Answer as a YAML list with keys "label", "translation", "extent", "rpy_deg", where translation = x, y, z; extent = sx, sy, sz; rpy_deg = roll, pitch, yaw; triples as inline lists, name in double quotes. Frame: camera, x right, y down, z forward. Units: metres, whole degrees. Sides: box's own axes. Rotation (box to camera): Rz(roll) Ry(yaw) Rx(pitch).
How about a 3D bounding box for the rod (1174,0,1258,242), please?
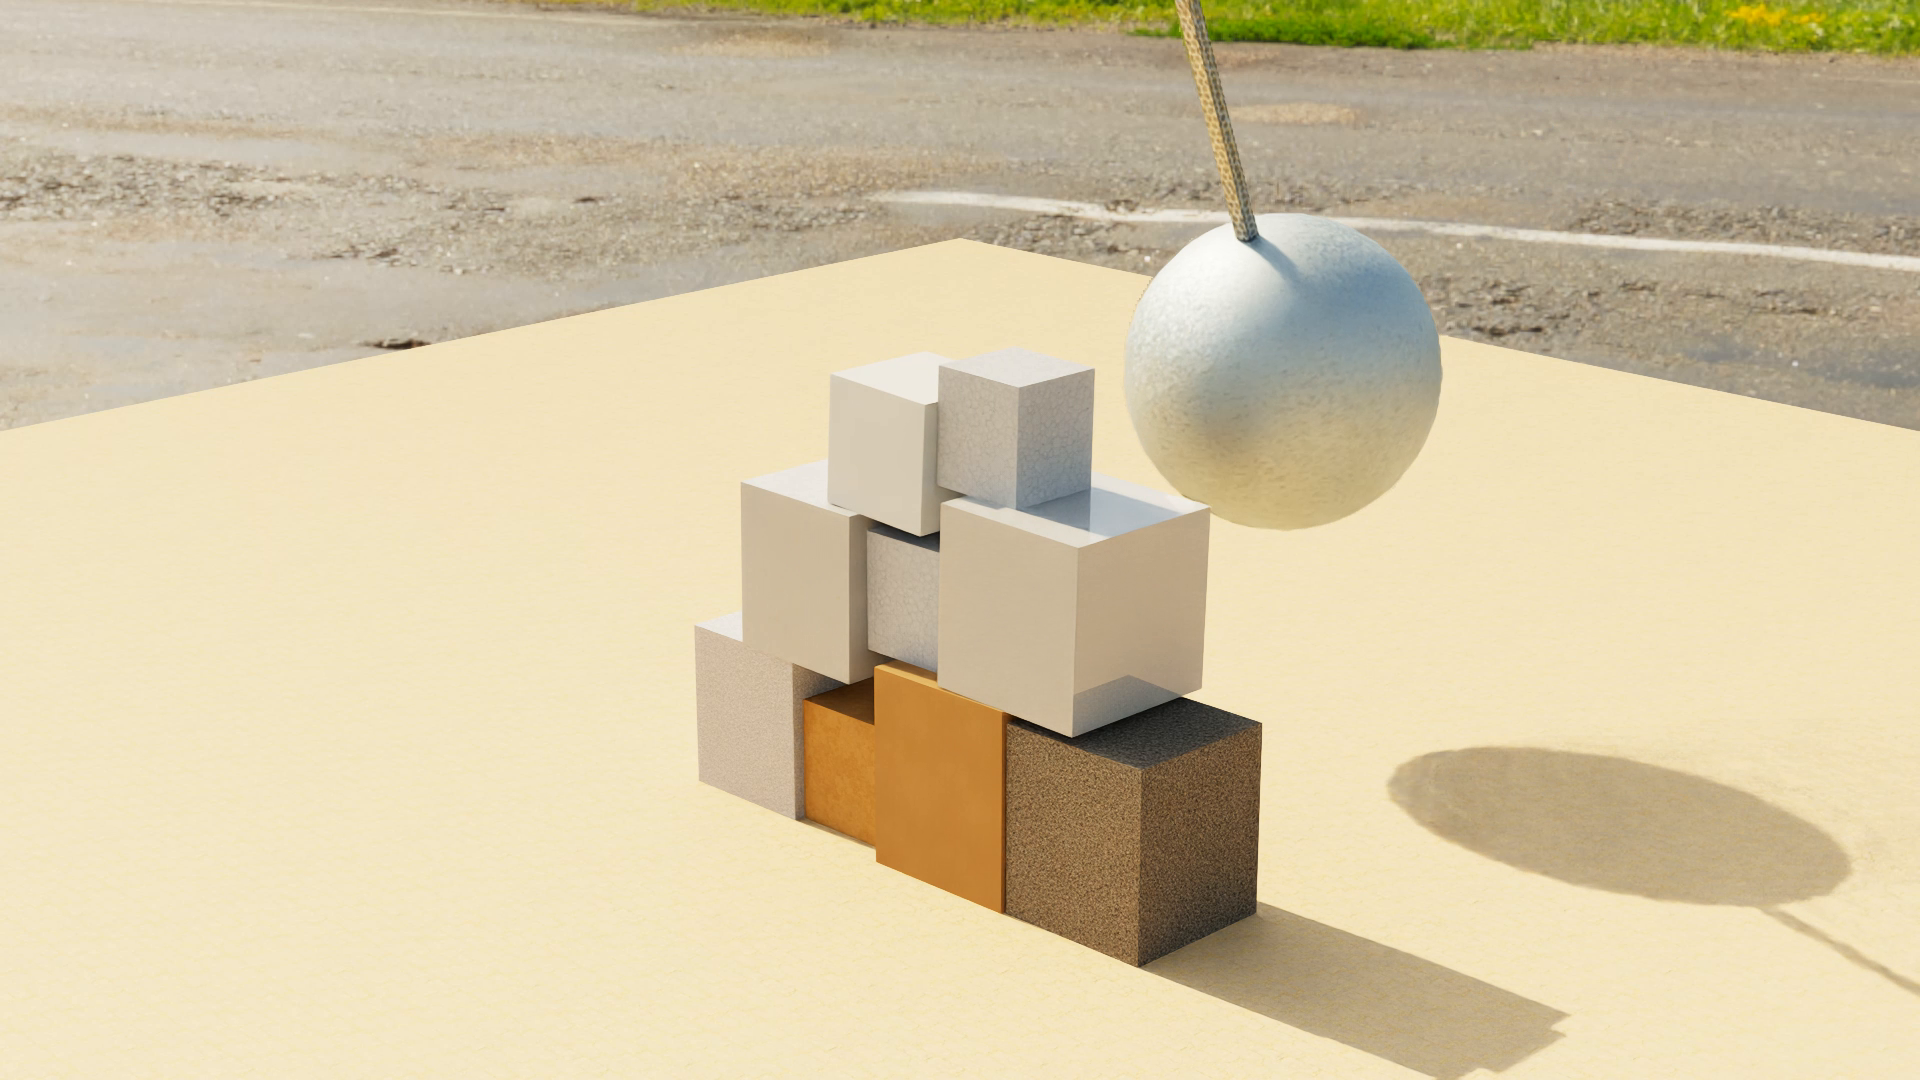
- label: "rod"
  translation: [0.703, -3.566, 12.958]
  extent: [0.080, 5.200, 0.080]
  rpy_deg: [17, 46, 42]

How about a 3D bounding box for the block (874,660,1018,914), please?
- label: "block"
  translation: [0.187, 1.034, 13.454]
  extent: [0.822, 0.960, 0.810]
  rpy_deg: [-17, 24, -42]

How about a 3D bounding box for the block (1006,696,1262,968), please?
- label: "block"
  translation: [0.762, 1.230, 12.921]
  extent: [0.794, 0.906, 0.785]
  rpy_deg: [-17, 24, -42]

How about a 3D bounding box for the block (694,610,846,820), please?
- label: "block"
  translation: [-0.792, 0.804, 14.422]
  extent: [0.712, 0.819, 0.715]
  rpy_deg: [-17, 24, -42]

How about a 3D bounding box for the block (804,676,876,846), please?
- label: "block"
  translation: [-0.317, 1.047, 13.998]
  extent: [0.597, 0.608, 0.611]
  rpy_deg: [-17, 24, -42]

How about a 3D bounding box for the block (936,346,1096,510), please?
- label: "block"
  translation: [0.244, -0.499, 12.931]
  extent: [0.489, 0.552, 0.483]
  rpy_deg: [19, 25, 42]

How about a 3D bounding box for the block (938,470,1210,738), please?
- label: "block"
  translation: [0.497, 0.251, 12.920]
  extent: [0.851, 0.854, 0.817]
  rpy_deg: [-17, 26, -42]

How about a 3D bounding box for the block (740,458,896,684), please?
- label: "block"
  translation: [-0.491, 0.112, 13.907]
  extent: [0.790, 0.812, 0.748]
  rpy_deg: [-17, 25, -42]

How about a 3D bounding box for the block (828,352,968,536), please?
- label: "block"
  translation: [-0.169, -0.448, 13.350]
  extent: [0.603, 0.612, 0.612]
  rpy_deg: [-17, 27, -42]

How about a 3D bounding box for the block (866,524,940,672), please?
- label: "block"
  translation: [-0.011, 0.231, 13.451]
  extent: [0.583, 0.573, 0.587]
  rpy_deg: [-17, 24, -42]

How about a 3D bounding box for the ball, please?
- label: "ball"
  translation: [1.623, -0.845, 14.777]
  extent: [1.600, 1.600, 1.600]
  rpy_deg: [0, 17, 0]
